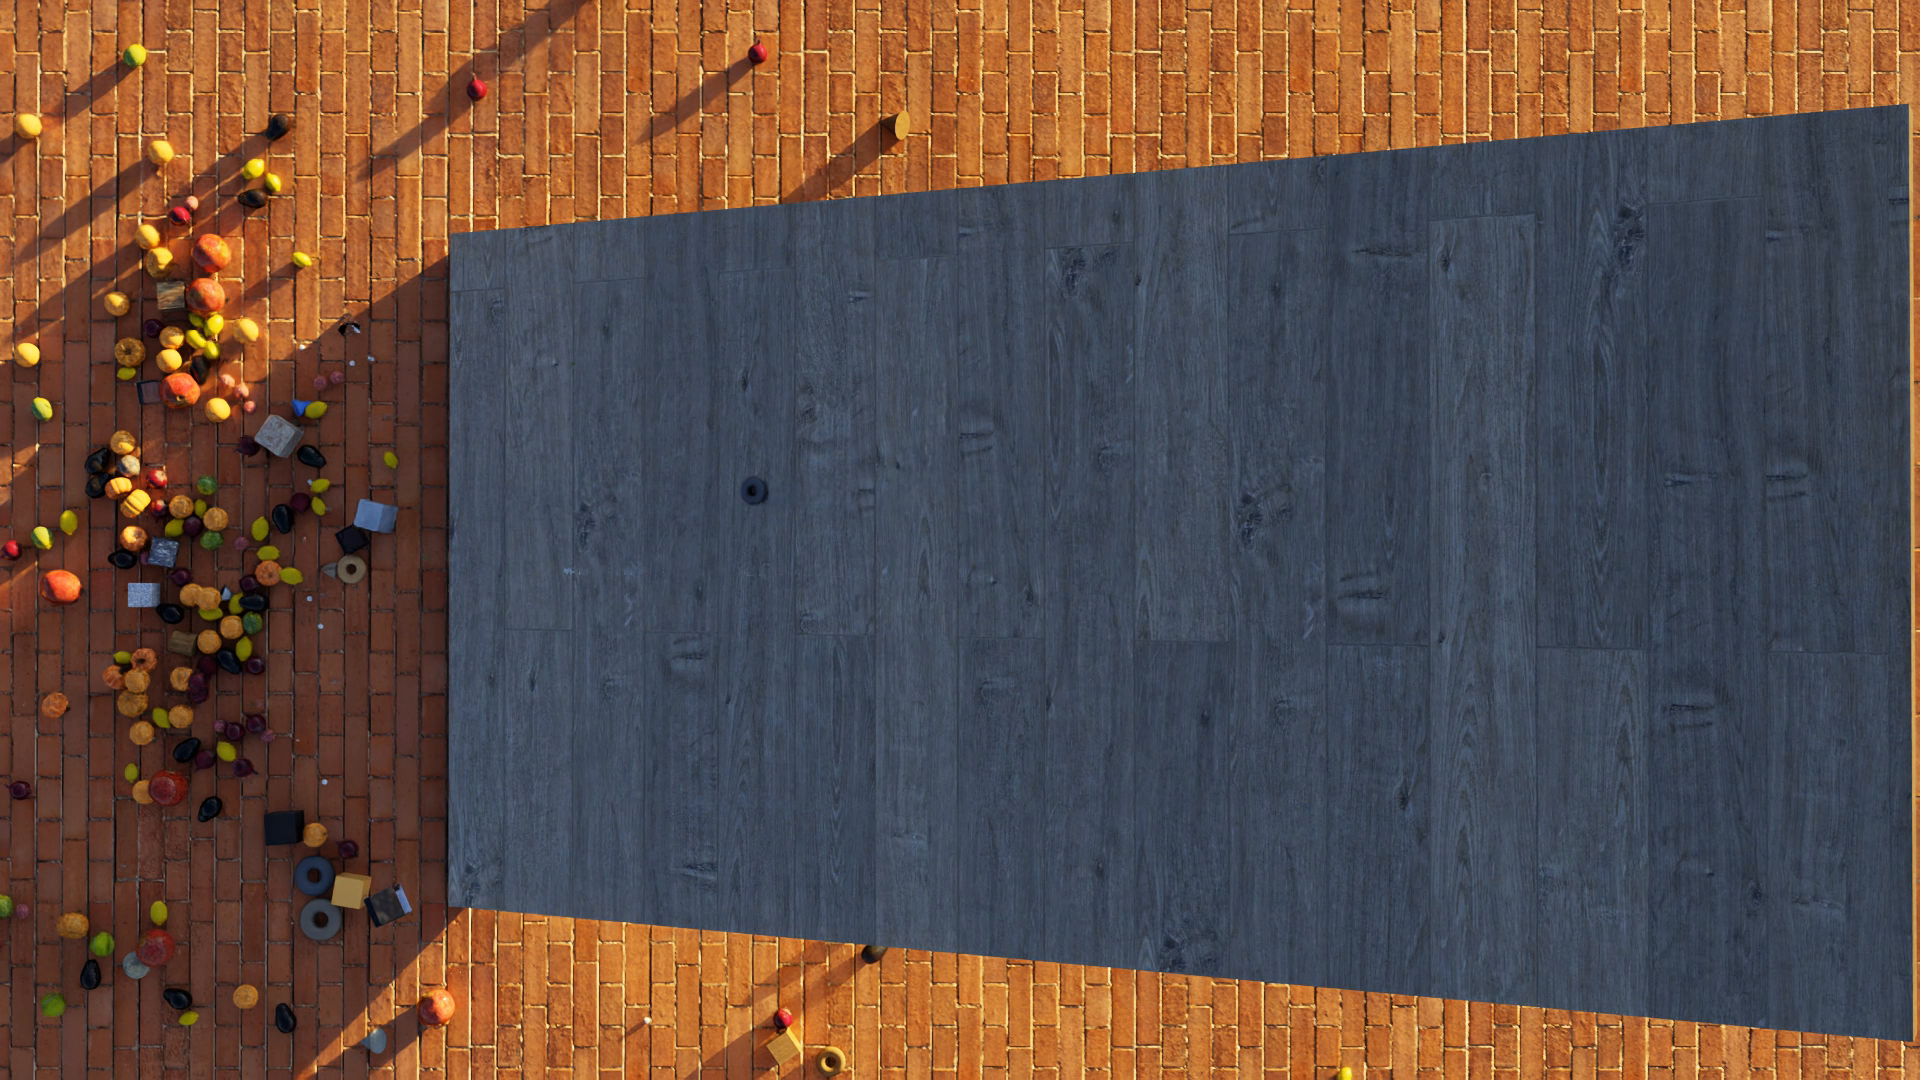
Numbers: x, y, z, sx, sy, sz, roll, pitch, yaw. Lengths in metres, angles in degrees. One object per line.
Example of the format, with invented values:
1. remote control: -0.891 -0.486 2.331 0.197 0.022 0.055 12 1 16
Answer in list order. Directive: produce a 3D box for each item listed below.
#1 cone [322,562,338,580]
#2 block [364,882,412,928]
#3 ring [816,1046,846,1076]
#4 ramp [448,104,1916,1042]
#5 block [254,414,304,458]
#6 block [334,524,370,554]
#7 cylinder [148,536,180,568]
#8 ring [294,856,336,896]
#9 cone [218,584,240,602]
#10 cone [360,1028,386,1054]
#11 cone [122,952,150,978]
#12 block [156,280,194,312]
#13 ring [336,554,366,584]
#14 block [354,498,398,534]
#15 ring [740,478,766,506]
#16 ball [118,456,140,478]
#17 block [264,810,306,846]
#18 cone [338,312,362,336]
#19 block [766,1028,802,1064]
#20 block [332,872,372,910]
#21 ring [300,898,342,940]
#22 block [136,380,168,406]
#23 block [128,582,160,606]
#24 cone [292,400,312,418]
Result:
1. cone: -1.887 0.102 6.616 0.051 0.051 0.051 -20 116 0
2. block: -1.709 1.092 6.570 0.092 0.092 0.092 -24 89 0
3. ring: -0.388 1.565 6.597 0.089 0.030 0.089 0 88 -1
4. ramp: 0.277 0.078 5.656 4.000 0.100 2.000 0 89 28
5. block: -2.039 -0.311 6.586 0.091 0.091 0.091 34 90 0
6. block: -1.822 -0.003 6.595 0.067 0.067 0.067 -28 89 0
7. cylinder: -2.385 0.036 6.589 0.078 0.078 0.078 12 89 0
8. ring: -1.936 1.007 6.597 0.123 0.041 0.123 0 88 1
9. cone: -2.195 0.168 6.614 0.054 0.054 0.054 23 89 -26
10. cone: -1.773 1.504 6.596 0.074 0.074 0.074 -8 89 27
11. cone: -2.477 1.278 6.573 0.083 0.083 0.083 0 89 0
12. block: -2.353 -0.730 6.596 0.080 0.080 0.080 -4 89 0
13. ring: -1.830 0.088 6.613 0.089 0.030 0.089 0 90 -1
14. block: -1.746 -0.071 6.577 0.083 0.083 0.083 14 89 17
15. ring: -0.567 -0.134 6.029 0.078 0.026 0.078 -1 88 29
16. ball: -2.493 -0.221 6.597 0.066 0.066 0.066 0 89 0
17. block: -2.018 0.860 6.574 0.091 0.091 0.091 -4 89 0
18. cone: -1.839 -0.662 6.620 0.066 0.066 0.066 -13 63 0
19. block: -0.526 1.513 6.576 0.073 0.073 0.073 -34 89 0
20. block: -1.819 1.048 6.574 0.085 0.085 0.085 10 89 0
21. ring: -1.916 1.138 6.595 0.130 0.043 0.130 0 90 1
22. block: -2.425 -0.443 6.601 0.064 0.064 0.064 -9 89 0
23. block: -2.445 0.164 6.591 0.070 0.070 0.070 1 89 0
24. cone: -1.973 -0.406 6.619 0.057 0.057 0.057 -25 89 -27
